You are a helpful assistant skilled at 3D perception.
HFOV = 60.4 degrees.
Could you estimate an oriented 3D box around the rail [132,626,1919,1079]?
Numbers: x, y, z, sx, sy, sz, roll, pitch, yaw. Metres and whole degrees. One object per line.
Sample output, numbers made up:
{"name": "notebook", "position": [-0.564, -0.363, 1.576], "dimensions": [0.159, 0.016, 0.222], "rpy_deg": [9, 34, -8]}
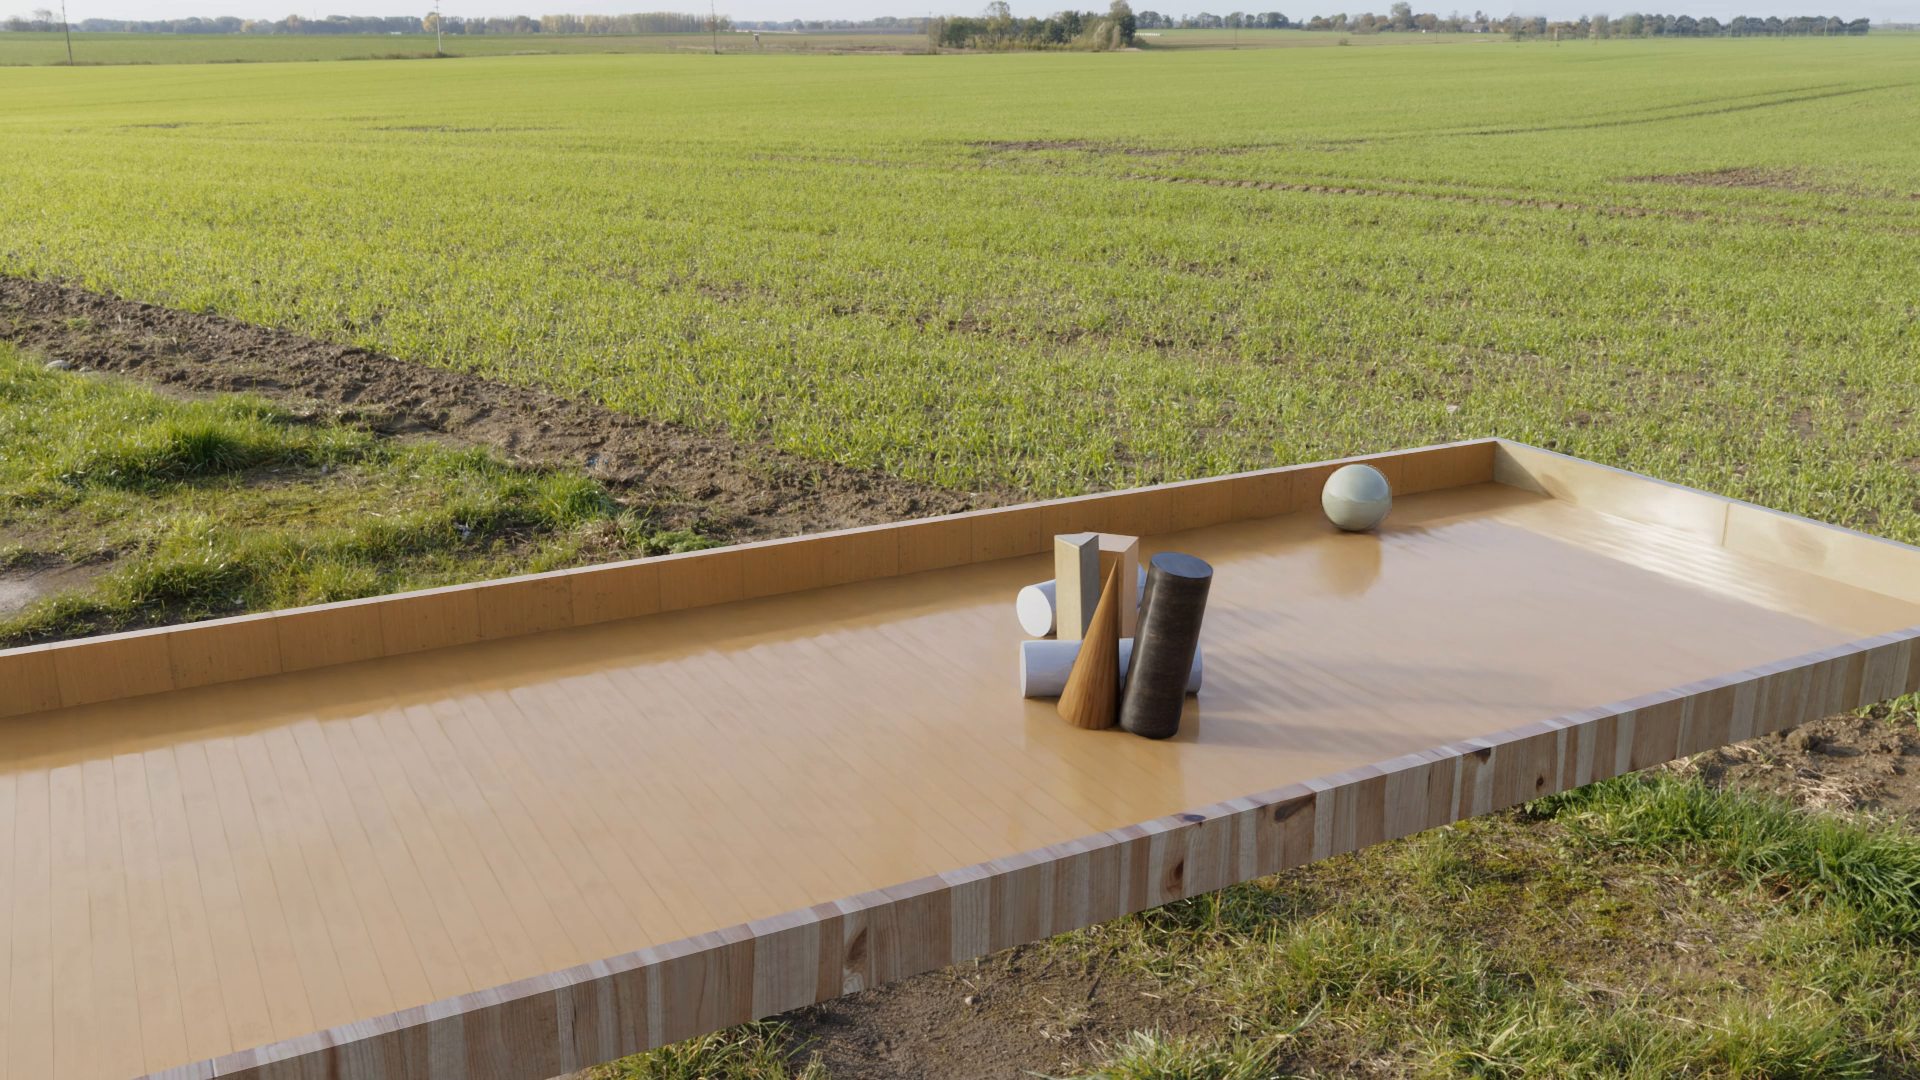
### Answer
{"name": "rail", "position": [-2.336, 1.006, 1.665], "dimensions": [12.000, 0.150, 0.050], "rpy_deg": [-9, 18, -27]}

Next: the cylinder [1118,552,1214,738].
{"name": "cylinder", "position": [0.468, 0.242, 3.778], "dimensions": [0.143, 0.406, 0.143], "rpy_deg": [8, 22, -3]}

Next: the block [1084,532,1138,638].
{"name": "block", "position": [0.368, 0.157, 4.254], "dimensions": [0.144, 0.319, 0.144], "rpy_deg": [6, 18, 20]}

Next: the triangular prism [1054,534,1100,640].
{"name": "triangular prism", "position": [0.313, 0.164, 4.148], "dimensions": [0.094, 0.360, 0.109], "rpy_deg": [-13, 20, -30]}

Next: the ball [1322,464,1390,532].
{"name": "ball", "position": [1.306, -0.139, 5.437], "dimensions": [0.221, 0.221, 0.221], "rpy_deg": [0, 16, 0]}

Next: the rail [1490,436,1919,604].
{"name": "rail", "position": [2.466, -0.048, 5.253], "dimensions": [0.050, 0.150, 2.100], "rpy_deg": [-9, 18, -27]}

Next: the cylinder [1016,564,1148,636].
{"name": "cylinder", "position": [0.344, 0.159, 4.565], "dimensions": [0.376, 0.141, 0.141], "rpy_deg": [-13, 21, -38]}

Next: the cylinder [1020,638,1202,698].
{"name": "cylinder", "position": [0.368, 0.311, 4.051], "dimensions": [0.430, 0.139, 0.139], "rpy_deg": [-1, 16, -4]}

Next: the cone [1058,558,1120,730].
{"name": "cone", "position": [0.331, 0.220, 3.819], "dimensions": [0.151, 0.422, 0.151], "rpy_deg": [6, 26, -3]}

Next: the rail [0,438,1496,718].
{"name": "rail", "position": [-3.305, 0.497, 3.399], "dimensions": [12.000, 0.150, 0.050], "rpy_deg": [-9, 18, -27]}
